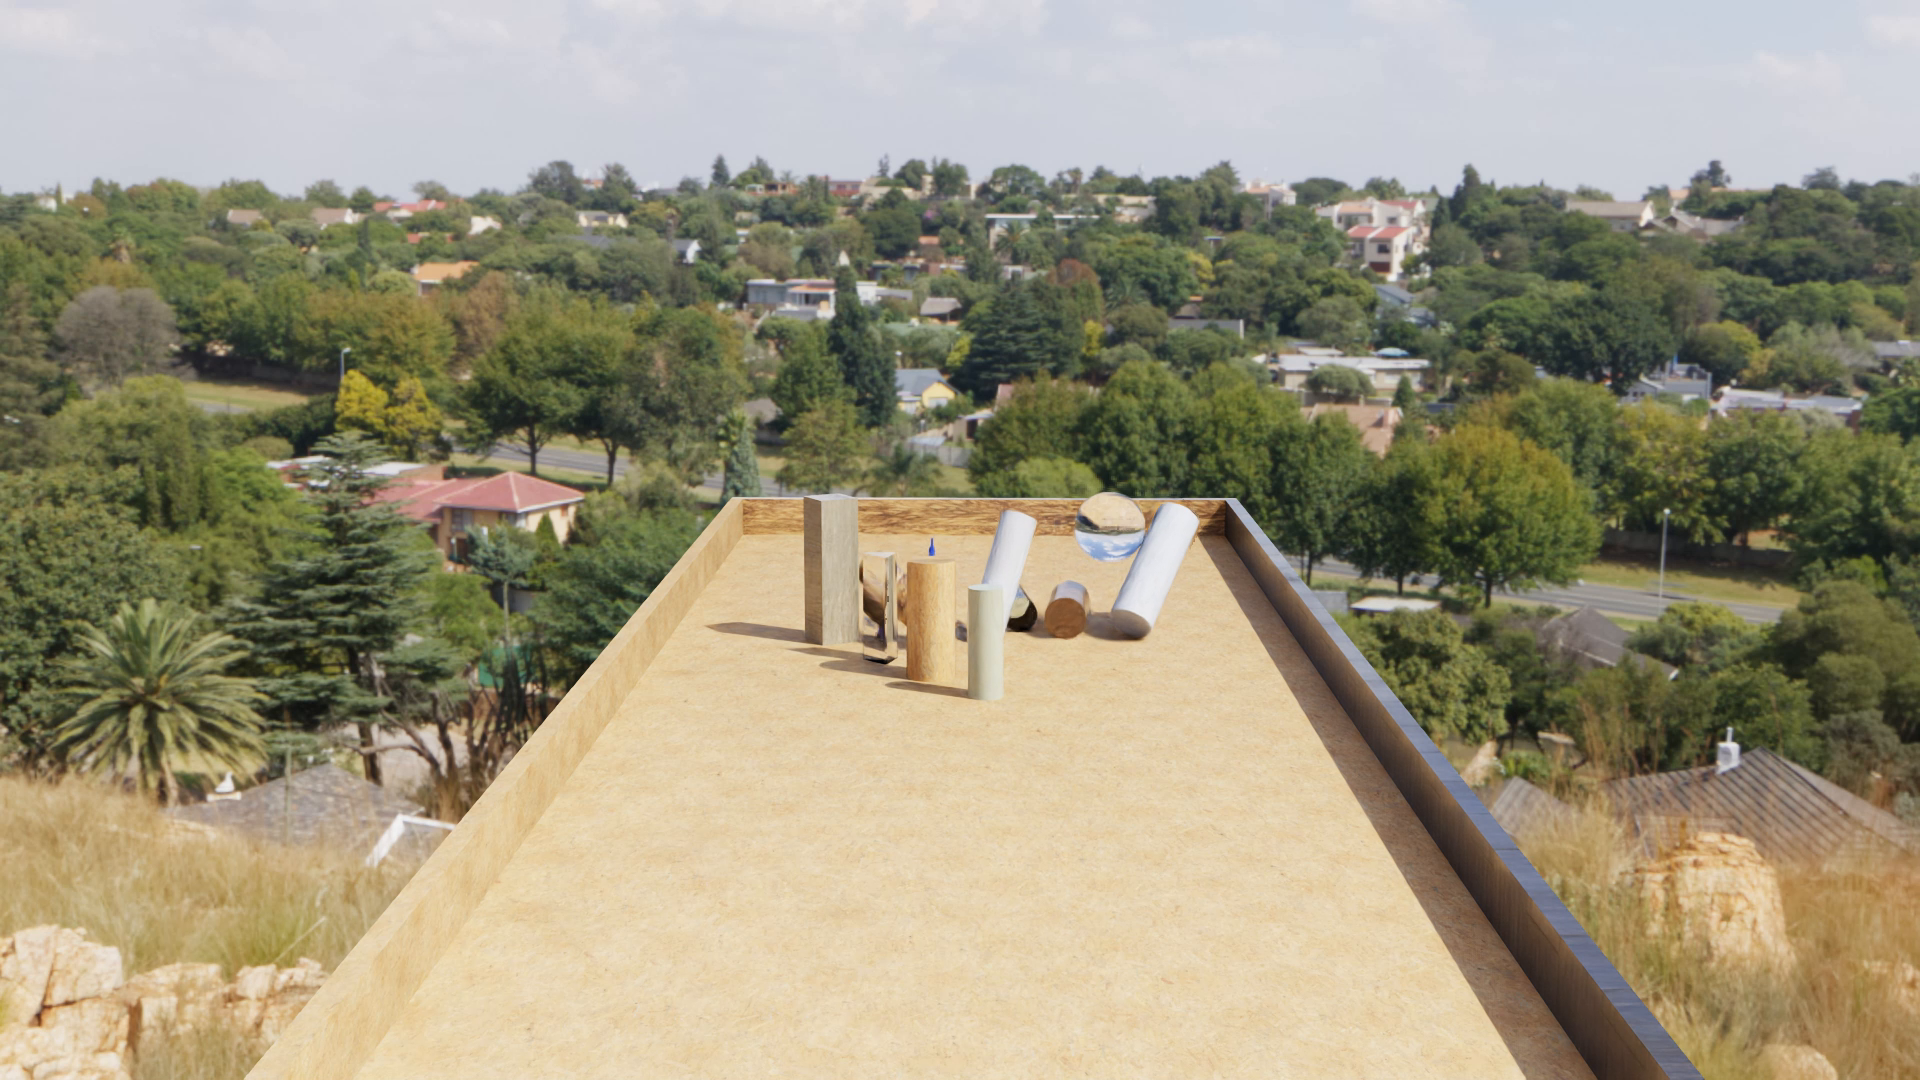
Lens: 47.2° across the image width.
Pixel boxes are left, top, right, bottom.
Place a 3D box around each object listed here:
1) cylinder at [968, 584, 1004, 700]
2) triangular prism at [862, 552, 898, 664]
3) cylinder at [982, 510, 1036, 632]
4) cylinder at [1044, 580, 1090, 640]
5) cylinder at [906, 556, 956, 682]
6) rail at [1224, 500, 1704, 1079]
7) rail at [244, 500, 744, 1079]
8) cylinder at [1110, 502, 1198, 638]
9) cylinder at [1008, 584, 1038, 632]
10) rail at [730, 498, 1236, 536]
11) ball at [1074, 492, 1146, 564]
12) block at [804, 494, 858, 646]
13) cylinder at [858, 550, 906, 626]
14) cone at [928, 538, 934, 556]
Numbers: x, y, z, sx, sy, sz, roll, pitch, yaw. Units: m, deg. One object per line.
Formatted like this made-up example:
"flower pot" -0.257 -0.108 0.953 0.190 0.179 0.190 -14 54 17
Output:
"cylinder" 0.072 0.288 6.193 0.101 0.314 0.101 0 9 0
"triangular prism" -0.226 0.203 6.681 0.091 0.327 0.105 -8 12 -42
"cylinder" 0.138 0.110 7.046 0.117 0.394 0.117 15 -17 5
"cylinder" 0.351 0.226 7.156 0.134 0.134 0.311 1 9 6
"cylinder" -0.085 0.230 6.443 0.145 0.349 0.145 0 9 0
"rail" 1.046 0.843 3.208 0.050 0.150 12.000 0 9 1
"rail" -1.004 0.839 3.234 0.050 0.150 12.000 0 9 1
"cylinder" 0.629 0.095 7.109 0.144 0.144 0.446 6 53 32
"cylinder" 0.180 0.216 7.286 0.113 0.113 0.331 -1 9 -5
"rail" 0.099 -0.098 9.147 2.100 0.150 0.050 0 9 1
"ball" 0.487 -0.041 7.155 0.233 0.233 0.233 0 9 0
"block" -0.408 0.092 6.962 0.128 0.459 0.128 -5 10 -30
"cylinder" -0.172 0.187 6.923 0.122 0.122 0.361 -9 42 -46
"cone" -0.095 0.147 6.991 0.103 0.329 0.103 3 -2 0
